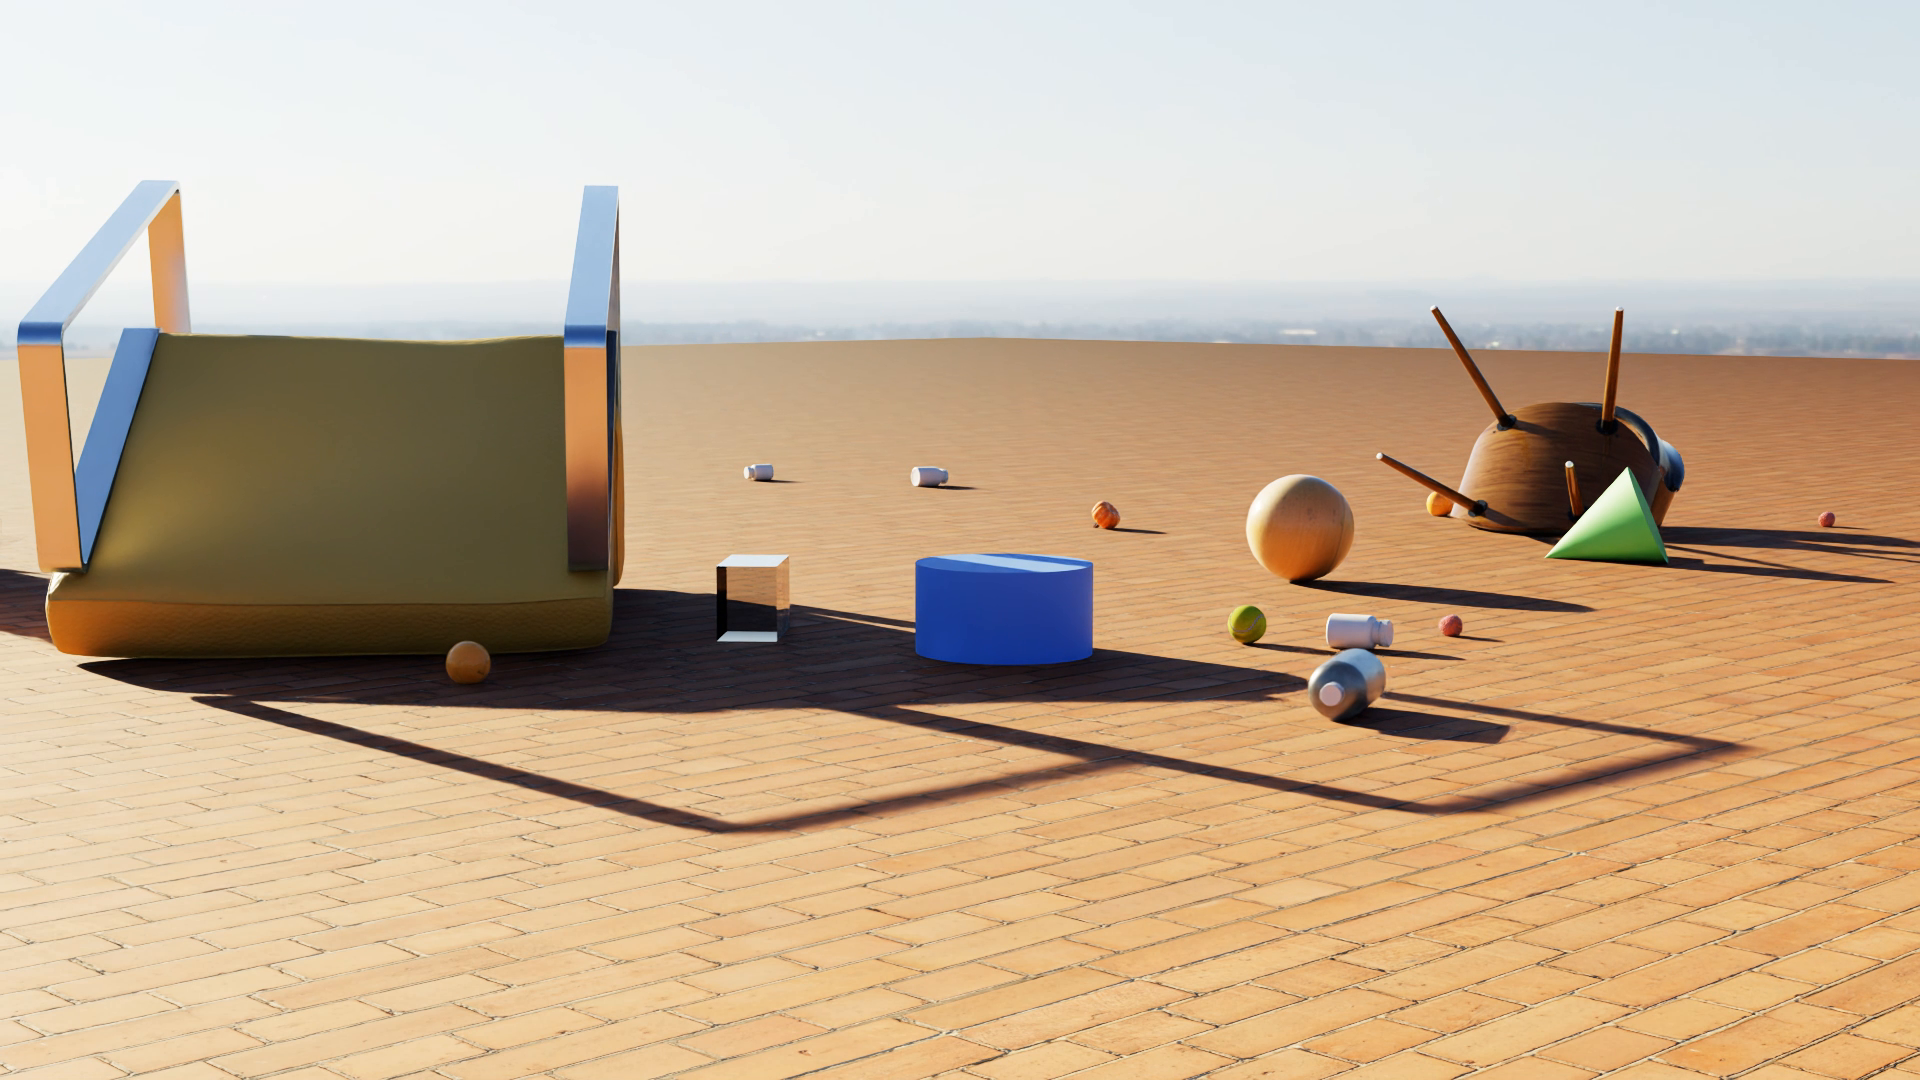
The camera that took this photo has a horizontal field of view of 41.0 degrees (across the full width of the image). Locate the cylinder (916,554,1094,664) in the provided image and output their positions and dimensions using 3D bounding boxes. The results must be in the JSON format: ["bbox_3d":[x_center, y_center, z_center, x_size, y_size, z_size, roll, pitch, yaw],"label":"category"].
[{"bbox_3d":[0.077,0.118,4.497,0.318,0.157,0.298,4,7,36],"label":"cylinder"}]

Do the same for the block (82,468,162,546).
[{"bbox_3d":[-2.080,-0.085,6.377,0.177,0.176,0.149,-2,6,-16],"label":"block"}]

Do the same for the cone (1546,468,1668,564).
[{"bbox_3d":[1.477,-0.008,5.961,0.256,0.251,0.159,-25,-28,20],"label":"cone"}]

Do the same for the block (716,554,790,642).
[{"bbox_3d":[-0.380,0.106,4.723,0.109,0.136,0.189,0,6,3],"label":"block"}]

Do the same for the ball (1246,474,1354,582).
[{"bbox_3d":[0.733,-0.026,5.532,0.232,0.232,0.232,0,6,0],"label":"ball"}]
